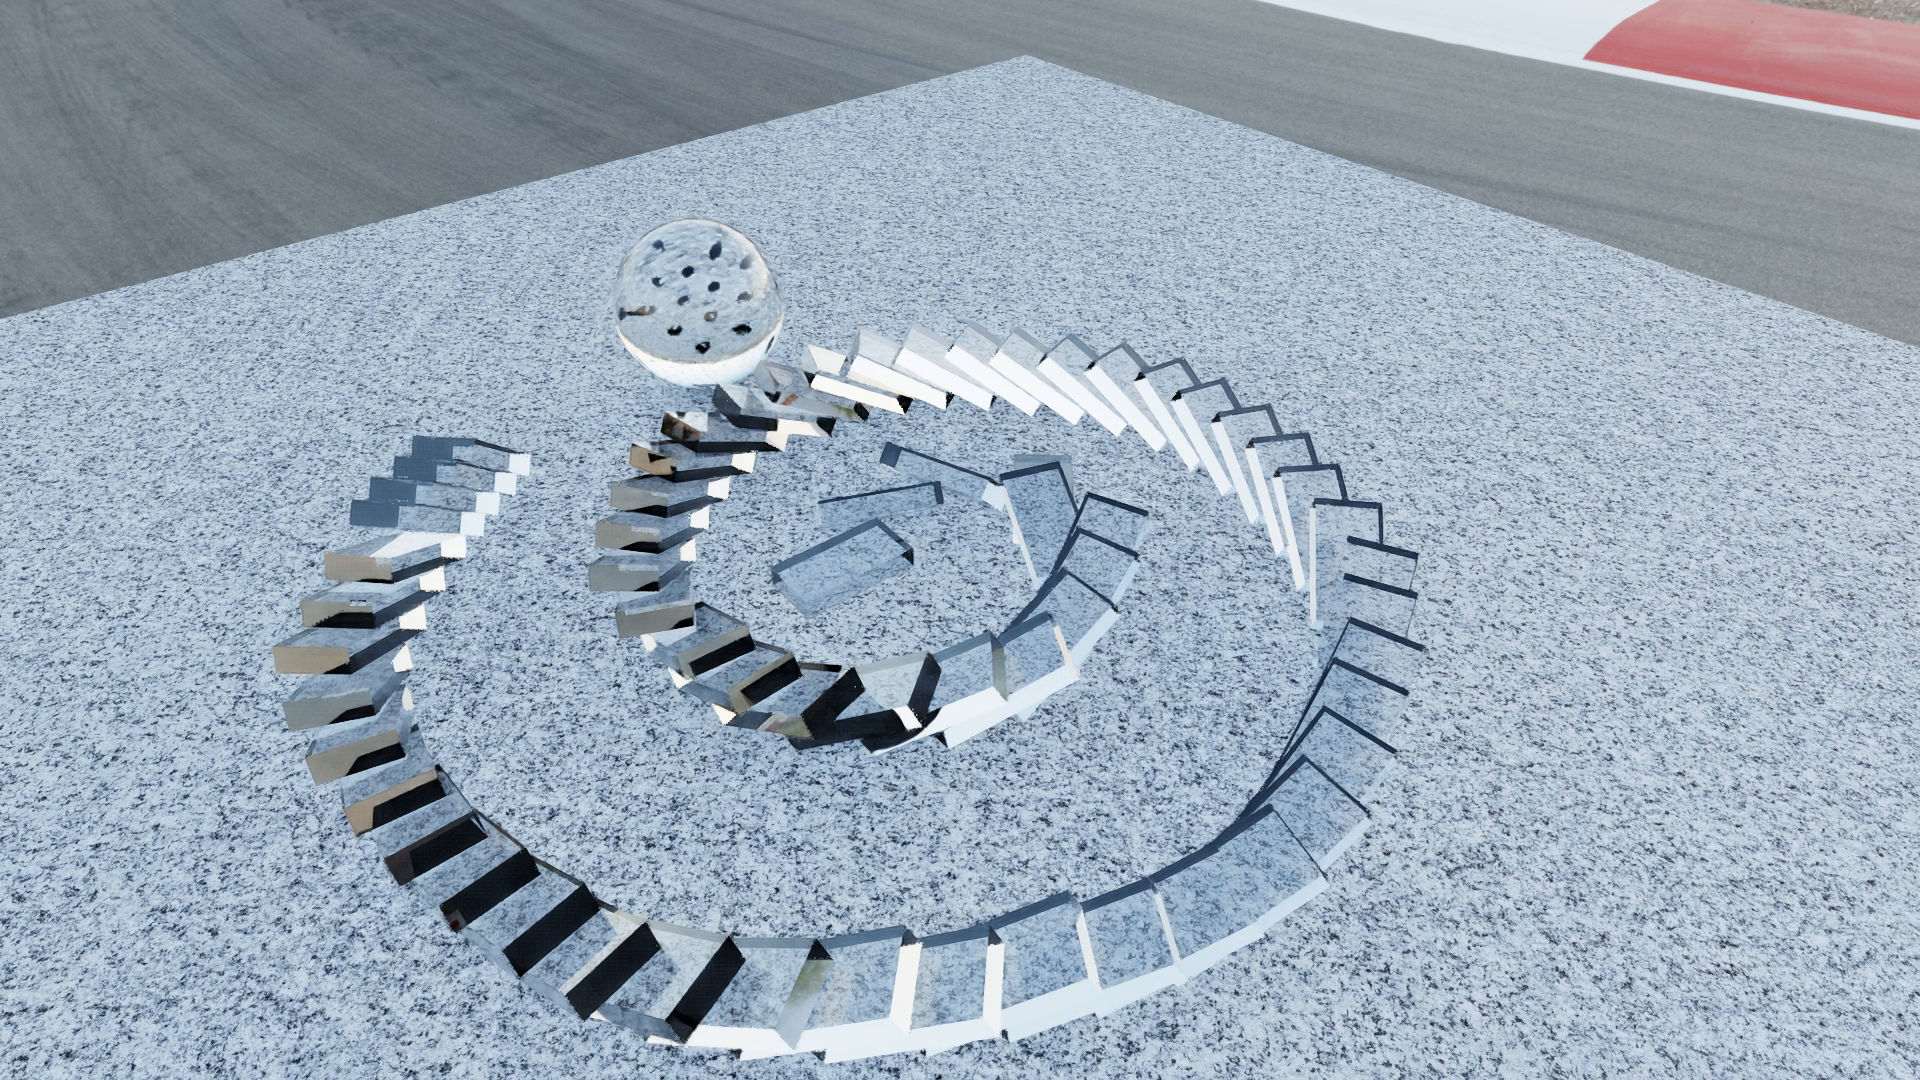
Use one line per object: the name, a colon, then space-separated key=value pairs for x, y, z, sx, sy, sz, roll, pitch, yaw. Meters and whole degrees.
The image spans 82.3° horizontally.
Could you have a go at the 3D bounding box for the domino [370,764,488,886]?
domino: x=-0.160 y=0.083 z=0.326 sx=0.025 sy=0.009 sz=0.050 roll=-28 pitch=21 yaw=-30

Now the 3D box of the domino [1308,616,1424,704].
domino: x=0.131 y=0.053 z=0.363 sx=0.025 sy=0.010 sz=0.050 roll=24 pitch=71 yaw=26

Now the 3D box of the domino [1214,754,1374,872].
domino: x=0.092 y=0.089 z=0.318 sx=0.050 sy=0.010 sz=0.025 roll=-42 pitch=50 yaw=-6

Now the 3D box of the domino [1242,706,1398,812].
domino: x=0.107 y=0.077 z=0.332 sx=0.025 sy=0.009 sz=0.050 roll=34 pitch=76 yaw=34

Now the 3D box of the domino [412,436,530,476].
domino: x=-0.204 y=-0.035 z=0.461 sx=0.025 sy=0.010 sz=0.050 roll=3 pitch=-3 yaw=4

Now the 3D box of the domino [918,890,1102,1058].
domino: x=0.010 y=0.114 z=0.288 sx=0.050 sy=0.010 sz=0.025 roll=-25 pitch=39 yaw=11

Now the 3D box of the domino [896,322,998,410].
domino: x=-0.004 y=-0.083 z=0.528 sx=0.050 sy=0.010 sz=0.025 roll=27 pitch=39 yaw=-11

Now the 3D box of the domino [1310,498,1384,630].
domino: x=0.146 y=0.009 z=0.415 sx=0.025 sy=0.009 sz=0.050 roll=5 pitch=67 yaw=6

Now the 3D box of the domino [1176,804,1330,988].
domino: x=0.074 y=0.098 z=0.306 sx=0.050 sy=0.010 sz=0.025 roll=-34 pitch=45 yaw=1

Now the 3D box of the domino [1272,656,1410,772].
domino: x=0.119 y=0.065 z=0.348 sx=0.025 sy=0.009 sz=0.050 roll=25 pitch=72 yaw=28

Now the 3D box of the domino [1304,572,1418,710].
domino: x=0.139 y=0.038 z=0.380 sx=0.025 sy=0.009 sz=0.050 roll=17 pitch=69 yaw=19

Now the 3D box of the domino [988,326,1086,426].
domino: x=0.041 y=-0.078 z=0.522 sx=0.050 sy=0.009 sz=0.025 roll=36 pitch=45 yaw=0

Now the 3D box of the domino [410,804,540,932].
domino: x=-0.142 y=0.092 z=0.314 sx=0.025 sy=0.010 sz=0.050 roll=-33 pitch=24 yaw=-34

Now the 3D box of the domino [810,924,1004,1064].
domino: x=-0.014 y=0.117 z=0.284 sx=0.050 sy=0.010 sz=0.025 roll=-18 pitch=35 yaw=20

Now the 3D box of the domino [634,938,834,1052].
domino: x=-0.060 y=0.117 z=0.284 sx=0.050 sy=0.009 sz=0.025 roll=-12 pitch=32 yaw=30

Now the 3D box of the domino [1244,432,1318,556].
domino: x=0.136 y=-0.019 z=0.450 sx=0.025 sy=0.009 sz=0.050 roll=-6 pitch=66 yaw=-8

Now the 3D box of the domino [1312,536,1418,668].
domino: x=0.146 y=0.025 z=0.396 sx=0.025 sy=0.010 sz=0.050 roll=16 pitch=68 yaw=18

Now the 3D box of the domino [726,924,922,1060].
domino: x=-0.036 y=0.117 z=0.284 sx=0.050 sy=0.010 sz=0.025 roll=-18 pitch=35 yaw=21

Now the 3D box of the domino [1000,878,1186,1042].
domino: x=0.032 y=0.111 z=0.291 sx=0.050 sy=0.010 sz=0.025 roll=-25 pitch=39 yaw=11

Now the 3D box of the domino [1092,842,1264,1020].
domino: x=0.053 y=0.106 z=0.298 sx=0.050 sy=0.010 sz=0.025 roll=-29 pitch=42 yaw=6

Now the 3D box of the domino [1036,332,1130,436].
domino: x=0.063 y=-0.073 z=0.516 sx=0.050 sy=0.009 sz=0.025 roll=42 pitch=50 yaw=6

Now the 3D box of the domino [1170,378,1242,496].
domino: x=0.116 y=-0.046 z=0.482 sx=0.025 sy=0.010 sz=0.050 roll=-17 pitch=69 yaw=-20

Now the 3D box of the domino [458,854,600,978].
domino: x=-0.123 y=0.101 z=0.304 sx=0.050 sy=0.009 sz=0.025 roll=1 pitch=30 yaw=46

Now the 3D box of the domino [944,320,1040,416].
domino: x=0.020 y=-0.083 z=0.527 sx=0.050 sy=0.009 sz=0.025 roll=34 pitch=44 yaw=-1

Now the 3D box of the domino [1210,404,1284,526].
domino: x=0.128 y=-0.033 z=0.466 sx=0.025 sy=0.010 sz=0.050 roll=-10 pitch=67 yaw=-12

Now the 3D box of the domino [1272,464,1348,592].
domino: x=0.141 y=-0.005 z=0.433 sx=0.025 sy=0.009 sz=0.050 roll=-3 pitch=66 yaw=-4

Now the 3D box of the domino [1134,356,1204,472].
domino: x=0.103 y=-0.057 z=0.496 sx=0.025 sy=0.009 sz=0.050 roll=-21 pitch=71 yaw=-24

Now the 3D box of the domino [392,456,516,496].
domino: x=-0.206 y=-0.026 z=0.451 sx=0.025 sy=0.009 sz=0.050 roll=3 pitch=-3 yaw=4

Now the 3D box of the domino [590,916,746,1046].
domino: x=-0.083 y=0.114 z=0.288 sx=0.050 sy=0.009 sz=0.025 roll=-6 pitch=31 yaw=37

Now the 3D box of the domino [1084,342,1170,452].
domino: x=0.083 y=-0.067 z=0.507 sx=0.025 sy=0.010 sz=0.050 roll=-34 pitch=77 yaw=-34

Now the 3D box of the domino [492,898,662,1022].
domino: x=-0.105 y=0.108 z=0.294 sx=0.050 sy=0.010 sz=0.025 roll=0 pitch=31 yaw=44

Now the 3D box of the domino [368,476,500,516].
domino: x=-0.209 y=-0.017 z=0.440 sx=0.025 sy=0.009 sz=0.050 roll=4 pitch=-3 yaw=5
